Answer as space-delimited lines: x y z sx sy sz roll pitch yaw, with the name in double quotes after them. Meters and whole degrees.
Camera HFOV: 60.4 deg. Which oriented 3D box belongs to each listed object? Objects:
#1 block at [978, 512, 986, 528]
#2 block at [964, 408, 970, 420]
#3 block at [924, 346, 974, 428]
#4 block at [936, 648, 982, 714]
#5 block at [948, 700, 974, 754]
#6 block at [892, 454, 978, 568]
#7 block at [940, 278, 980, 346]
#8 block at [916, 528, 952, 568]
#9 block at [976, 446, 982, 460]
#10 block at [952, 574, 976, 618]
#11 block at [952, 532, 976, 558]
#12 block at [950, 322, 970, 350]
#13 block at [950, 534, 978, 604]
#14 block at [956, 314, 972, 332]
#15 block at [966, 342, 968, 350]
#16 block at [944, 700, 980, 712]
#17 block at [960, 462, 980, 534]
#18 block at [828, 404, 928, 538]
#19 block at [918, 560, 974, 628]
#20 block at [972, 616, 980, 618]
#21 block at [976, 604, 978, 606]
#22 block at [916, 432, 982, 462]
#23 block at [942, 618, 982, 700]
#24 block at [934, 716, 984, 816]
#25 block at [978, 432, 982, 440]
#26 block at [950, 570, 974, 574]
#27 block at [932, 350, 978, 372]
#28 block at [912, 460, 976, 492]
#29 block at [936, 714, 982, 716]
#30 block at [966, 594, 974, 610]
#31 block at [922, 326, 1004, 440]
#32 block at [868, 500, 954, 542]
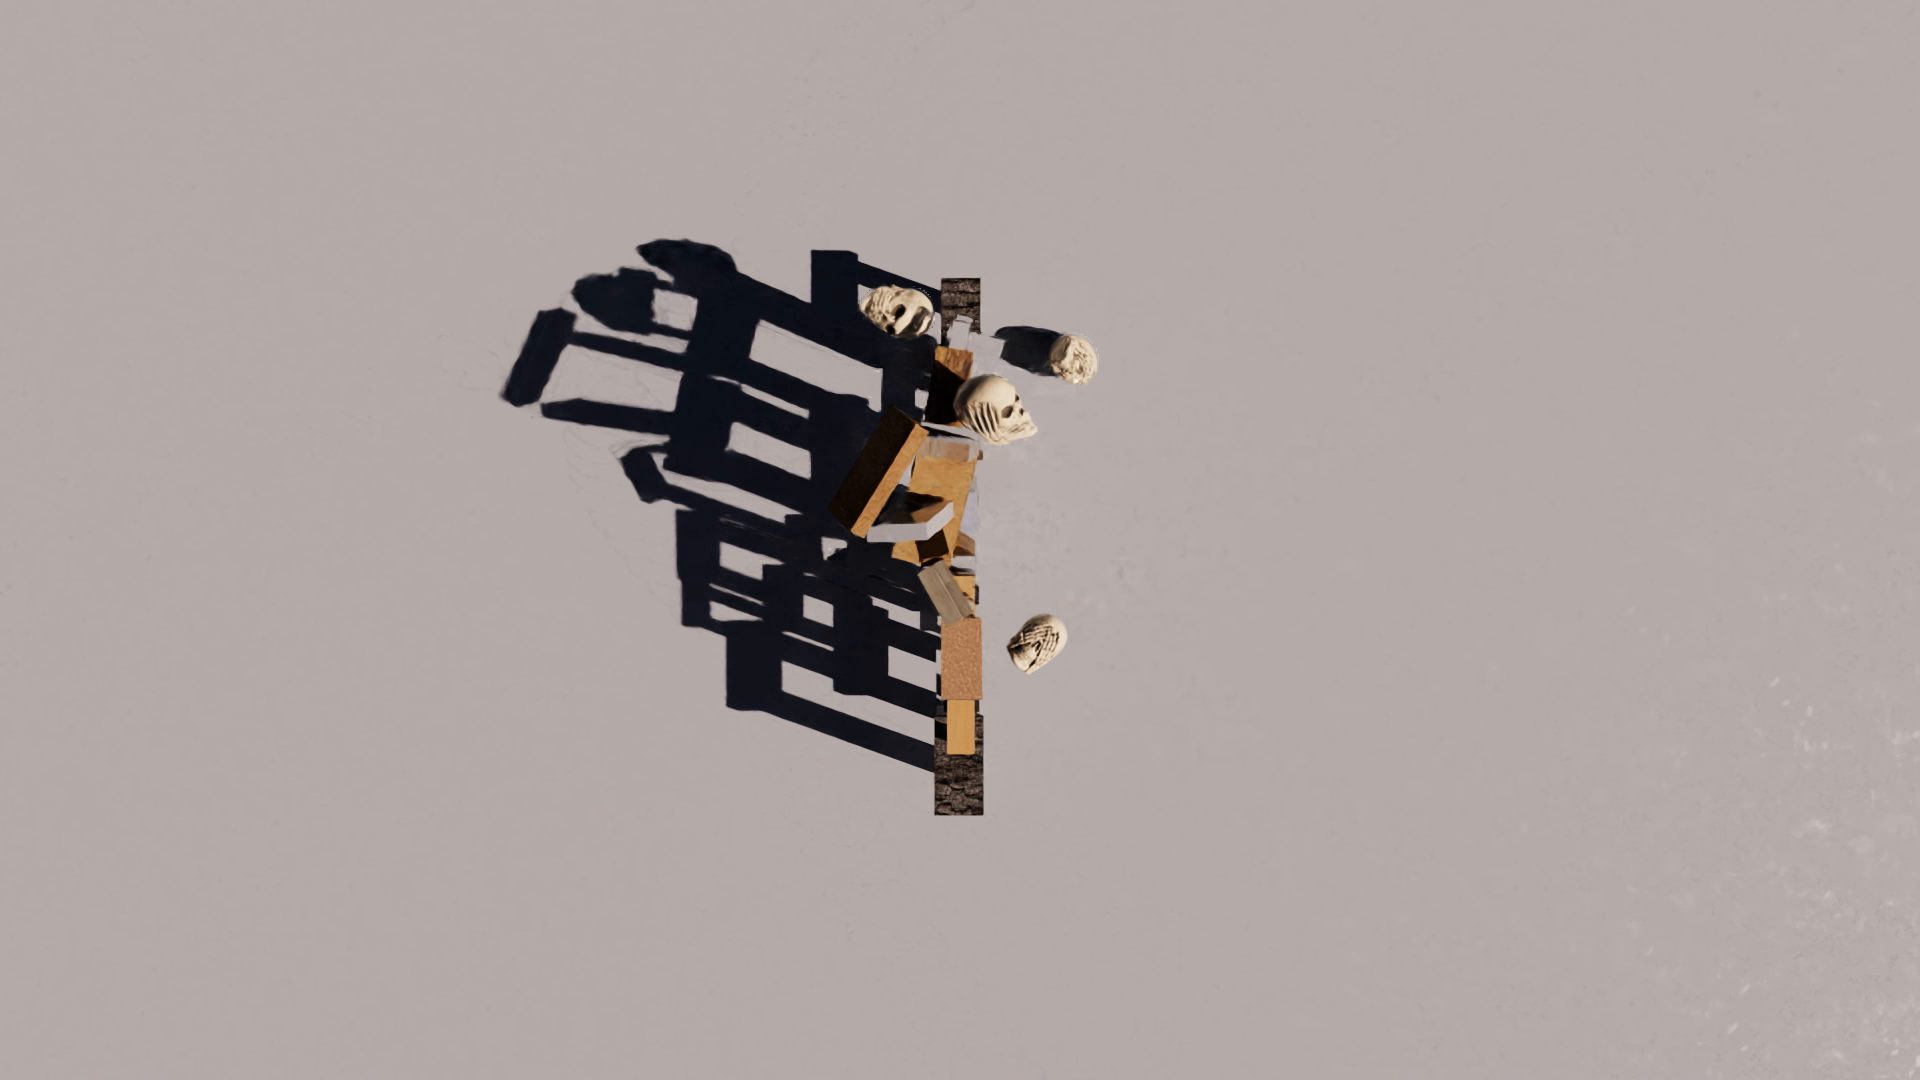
-0.002 -0.064 5.336 0.161 0.322 0.046 -1 90 2 "block"
-0.034 -0.361 4.639 0.105 0.210 0.030 9 97 4 "block"
-0.029 -0.418 4.517 0.105 0.030 0.210 9 92 4 "block"
-0.003 0.486 5.194 0.143 0.040 0.285 0 90 0 "block"
0.003 0.529 4.679 0.077 0.022 0.154 0 90 0 "block"
-0.074 -0.092 4.766 0.167 0.047 0.334 15 92 7 "block"
0.002 -0.688 5.108 0.121 0.034 0.243 0 90 0 "block"
-0.078 0.022 4.651 0.085 0.169 0.024 -12 116 -2 "block"
-0.014 -0.282 5.335 0.161 0.322 0.046 -4 91 3 "block"
0.000 0.198 5.017 0.092 0.026 0.185 -1 95 0 "block"
-0.060 0.015 5.004 0.167 0.422 0.047 -4 85 7 "block"
-0.003 -0.568 4.652 0.046 0.013 0.093 10 82 -3 "block"
-0.005 0.084 5.231 0.122 0.035 0.245 -1 85 -1 "block"
0.008 -0.608 4.877 0.046 0.428 0.013 11 85 0 "block"
-0.004 -0.548 4.700 0.046 0.093 0.013 17 117 0 "block"
0.005 0.408 4.946 0.107 0.030 0.213 0 90 0 "block"
-0.026 -0.177 5.151 0.161 0.046 0.322 -2 90 3 "block"
-0.220 -0.185 4.398 0.047 0.166 0.332 27 98 -35 "block"
-0.041 0.147 4.561 0.085 0.024 0.169 -30 89 -1 "block"
0.004 0.255 4.852 0.115 0.310 0.033 -1 92 0 "block"
-0.004 0.183 5.376 0.122 0.245 0.035 0 82 0 "block"
-0.041 -0.259 4.567 0.166 0.332 0.047 9 97 5 "block"
0.005 0.336 4.682 0.115 0.033 0.230 0 91 0 "block"
-0.003 0.664 4.864 0.145 0.041 0.290 0 90 0 "block"
-0.024 -0.309 4.961 0.165 0.329 0.047 7 86 2 "block"
-0.001 0.123 5.117 0.092 0.185 0.026 0 99 0 "block"
-0.012 -0.502 4.635 0.105 0.210 0.030 16 96 4 "block"
-0.045 -0.189 4.959 0.167 0.334 0.047 3 85 4 "block"
-0.003 0.568 5.029 0.145 0.290 0.041 0 90 0 "block"
-0.007 0.185 4.786 0.085 0.428 0.024 -6 91 -1 "block"
0.004 -0.437 4.769 0.165 0.047 0.329 16 91 2 "block"
-0.134 -0.052 4.574 0.166 0.332 0.047 -3 101 13 "block"
